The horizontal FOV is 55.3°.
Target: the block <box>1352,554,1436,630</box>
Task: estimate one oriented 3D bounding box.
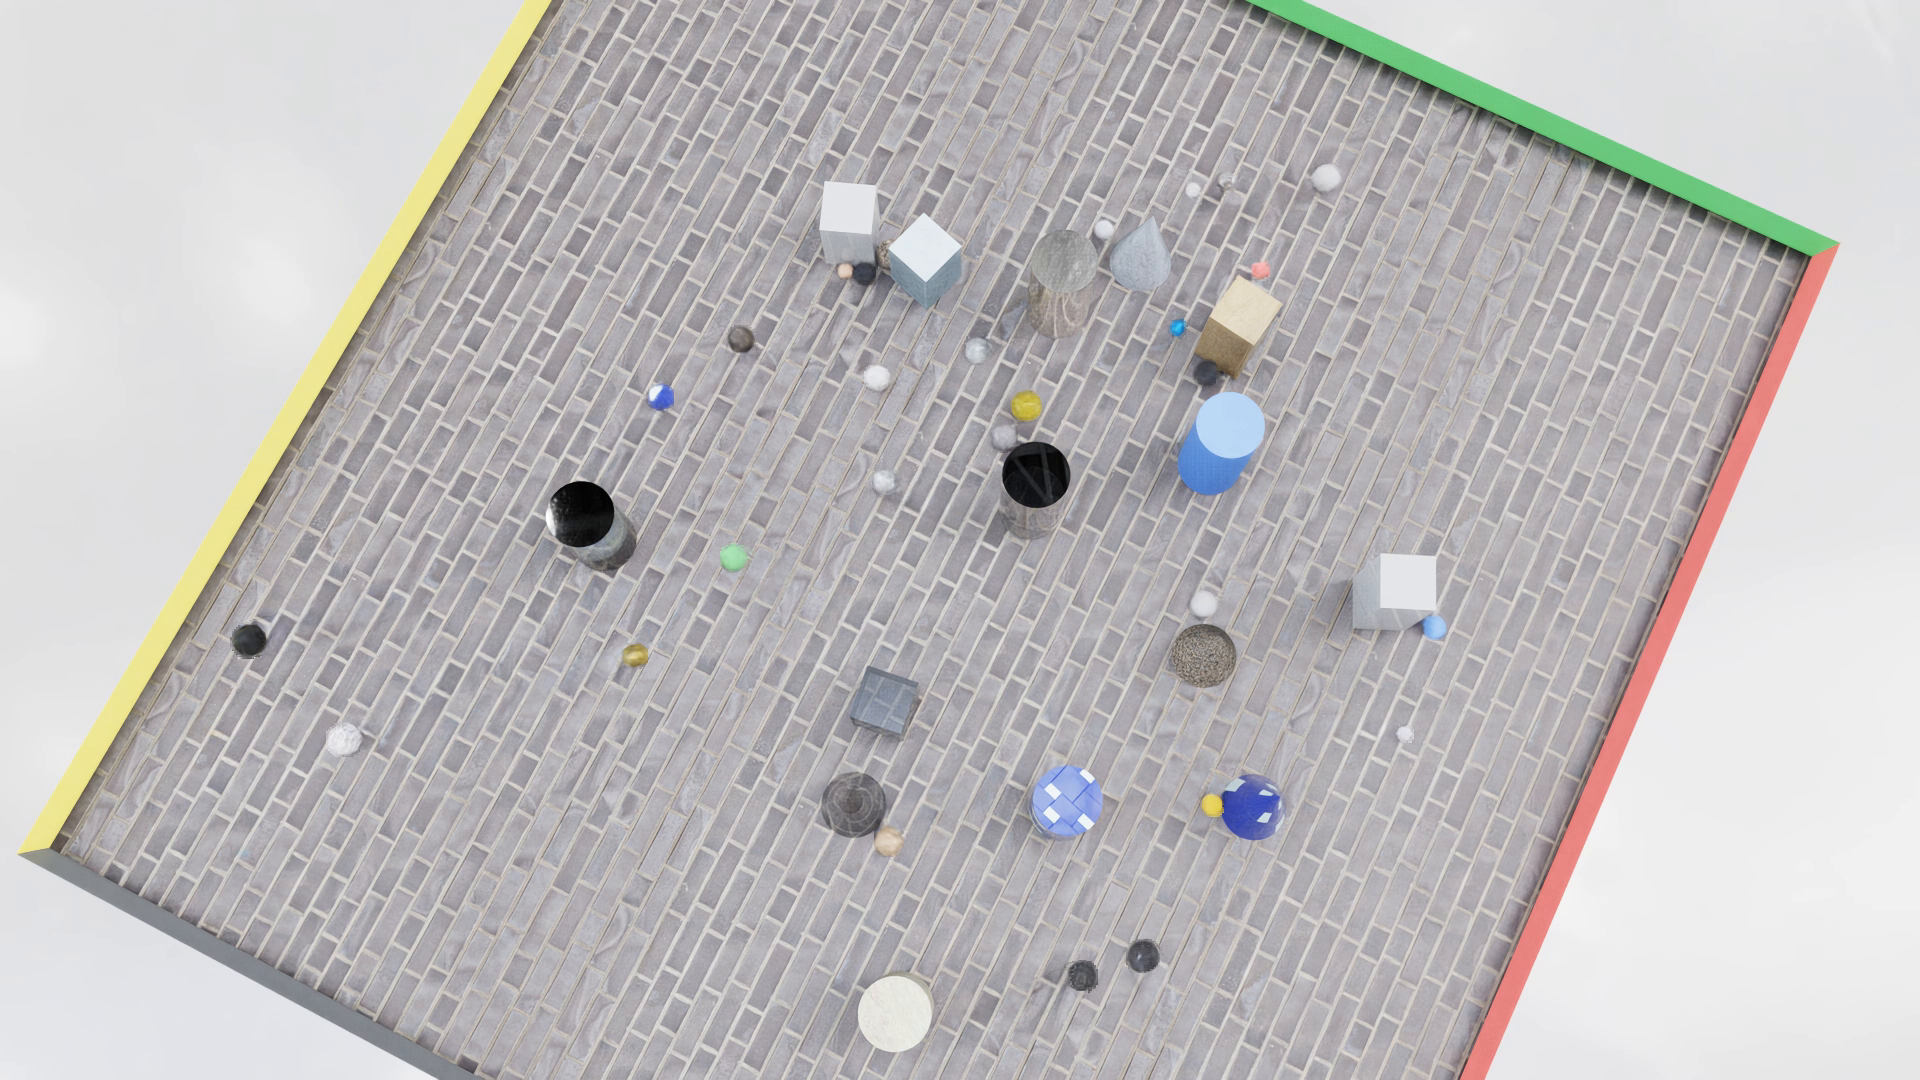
[{"bbox_3d":[1.273,0.157,5.391,0.156,0.378,0.156,3,78,1],"label":"block"}]

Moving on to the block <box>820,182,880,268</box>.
[{"bbox_3d":[-0.338,-0.974,5.672,0.156,0.286,0.156,5,78,1],"label":"block"}]

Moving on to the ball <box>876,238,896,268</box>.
[{"bbox_3d":[-0.219,-0.899,5.756,0.092,0.092,0.092,0,78,0],"label":"ball"}]

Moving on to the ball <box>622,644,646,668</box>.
[{"bbox_3d":[-0.980,0.348,5.508,0.071,0.071,0.071,0,78,0],"label":"ball"}]

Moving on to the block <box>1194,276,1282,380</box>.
[{"bbox_3d":[0.843,-0.641,5.568,0.156,0.354,0.156,35,80,7],"label":"block"}]

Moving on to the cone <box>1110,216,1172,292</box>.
[{"bbox_3d":[0.571,-0.919,5.607,0.196,0.390,0.196,0,78,0],"label":"cone"}]

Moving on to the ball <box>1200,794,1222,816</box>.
[{"bbox_3d":[0.744,0.782,5.417,0.064,0.064,0.064,0,78,0],"label":"ball"}]

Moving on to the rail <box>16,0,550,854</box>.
[{"bbox_3d":[-1.789,-0.869,5.731,0.045,0.127,4.112,26,80,5],"label":"rail"}]

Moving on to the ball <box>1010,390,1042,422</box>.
[{"bbox_3d":[0.205,-0.415,5.652,0.098,0.098,0.098,0,78,0],"label":"ball"}]

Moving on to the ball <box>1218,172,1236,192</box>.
[{"bbox_3d":[0.847,-1.137,5.823,0.057,0.057,0.057,0,78,0],"label":"ball"}]

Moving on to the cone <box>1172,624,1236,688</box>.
[{"bbox_3d":[0.738,0.313,5.362,0.196,0.372,0.196,0,78,0],"label":"cone"}]

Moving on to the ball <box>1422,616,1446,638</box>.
[{"bbox_3d":[1.431,0.263,5.527,0.070,0.070,0.070,0,78,0],"label":"ball"}]

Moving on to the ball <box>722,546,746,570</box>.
[{"bbox_3d":[-0.686,0.055,5.566,0.078,0.078,0.078,0,78,0],"label":"ball"}]

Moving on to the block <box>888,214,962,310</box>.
[{"bbox_3d":[-0.106,-0.857,5.660,0.156,0.263,0.156,43,81,8],"label":"block"}]

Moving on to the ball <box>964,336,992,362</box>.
[{"bbox_3d":[0.057,-0.593,5.697,0.083,0.083,0.083,0,78,0],"label":"ball"}]

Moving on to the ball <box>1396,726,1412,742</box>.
[{"bbox_3d":[1.327,0.580,5.474,0.043,0.043,0.043,0,78,0],"label":"ball"}]

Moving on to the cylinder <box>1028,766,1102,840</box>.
[{"bbox_3d":[0.302,0.763,5.294,0.196,0.323,0.196,0,78,0],"label":"cylinder"}]

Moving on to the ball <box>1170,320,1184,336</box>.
[{"bbox_3d":[0.679,-0.662,5.729,0.049,0.049,0.049,0,78,0],"label":"ball"}]

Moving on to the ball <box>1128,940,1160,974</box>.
[{"bbox_3d":[0.533,1.209,5.319,0.093,0.093,0.093,0,78,0],"label":"ball"}]

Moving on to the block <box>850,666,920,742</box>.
[{"bbox_3d":[-0.219,0.484,5.395,0.156,0.237,0.156,18,79,4],"label":"block"}]

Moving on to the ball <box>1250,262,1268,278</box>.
[{"bbox_3d":[0.942,-0.849,5.765,0.054,0.054,0.054,0,78,0],"label":"ball"}]

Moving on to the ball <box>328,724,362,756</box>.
[{"bbox_3d":[-1.829,0.592,5.445,0.096,0.096,0.096,0,78,0],"label":"ball"}]

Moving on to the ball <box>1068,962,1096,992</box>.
[{"bbox_3d":[0.353,1.265,5.312,0.084,0.084,0.084,0,78,0],"label":"ball"}]

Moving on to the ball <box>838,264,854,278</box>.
[{"bbox_3d":[-0.359,-0.847,5.767,0.049,0.049,0.049,0,78,0],"label":"ball"}]

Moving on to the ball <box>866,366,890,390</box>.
[{"bbox_3d":[-0.255,-0.503,5.682,0.077,0.077,0.077,0,78,0],"label":"ball"}]

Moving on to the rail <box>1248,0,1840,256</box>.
[{"bbox_3d":[0.909,-1.773,5.918,4.048,0.127,0.045,26,80,5],"label":"rail"}]

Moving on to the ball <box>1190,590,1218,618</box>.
[{"bbox_3d":[0.736,0.195,5.534,0.083,0.083,0.083,0,78,0],"label":"ball"}]

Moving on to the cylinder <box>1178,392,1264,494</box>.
[{"bbox_3d":[0.770,-0.281,5.441,0.196,0.458,0.196,0,78,0],"label":"cylinder"}]

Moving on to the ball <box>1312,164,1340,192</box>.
[{"bbox_3d":[1.160,-1.146,5.810,0.086,0.086,0.086,0,78,0],"label":"ball"}]

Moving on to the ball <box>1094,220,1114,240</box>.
[{"bbox_3d":[0.455,-0.977,5.788,0.060,0.060,0.060,0,78,0],"label":"ball"}]

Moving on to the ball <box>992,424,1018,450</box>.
[{"bbox_3d":[0.136,-0.316,5.641,0.081,0.081,0.081,0,78,0],"label":"ball"}]

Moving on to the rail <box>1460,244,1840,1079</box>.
[{"bbox_3d":[1.789,0.883,5.368,0.045,0.127,4.112,26,80,5],"label":"rail"}]

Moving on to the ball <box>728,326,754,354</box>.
[{"bbox_3d":[-0.681,-0.622,5.703,0.083,0.083,0.083,0,78,0],"label":"ball"}]

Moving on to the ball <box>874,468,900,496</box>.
[{"bbox_3d":[-0.226,-0.178,5.612,0.081,0.081,0.081,0,78,0],"label":"ball"}]

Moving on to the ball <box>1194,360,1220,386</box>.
[{"bbox_3d":[0.767,-0.515,5.682,0.080,0.080,0.080,0,78,0],"label":"ball"}]

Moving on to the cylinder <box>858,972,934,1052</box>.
[{"bbox_3d":[-0.174,1.308,5.104,0.196,0.473,0.196,0,78,0],"label":"cylinder"}]

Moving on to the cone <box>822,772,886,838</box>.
[{"bbox_3d":[-0.316,0.758,5.307,0.196,0.298,0.196,0,78,0],"label":"cone"}]

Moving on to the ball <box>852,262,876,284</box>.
[{"bbox_3d":[-0.301,-0.837,5.754,0.071,0.071,0.071,0,78,0],"label":"ball"}]

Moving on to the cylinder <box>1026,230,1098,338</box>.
[{"bbox_3d":[0.305,-0.770,5.555,0.196,0.433,0.196,0,78,0],"label":"cylinder"}]

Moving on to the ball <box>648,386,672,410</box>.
[{"bbox_3d":[-0.928,-0.440,5.668,0.078,0.078,0.078,0,78,0],"label":"ball"}]

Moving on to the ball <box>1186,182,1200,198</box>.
[{"bbox_3d":[0.739,-1.111,5.823,0.047,0.047,0.047,0,78,0],"label":"ball"}]

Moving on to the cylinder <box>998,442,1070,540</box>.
[{"bbox_3d":[0.217,-0.141,5.420,0.196,0.442,0.196,0,78,0],"label":"cylinder"}]

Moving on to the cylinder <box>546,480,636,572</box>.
[{"bbox_3d":[-1.088,-0.037,5.434,0.196,0.372,0.196,0,78,0],"label":"cylinder"}]

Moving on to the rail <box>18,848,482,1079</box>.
[{"bbox_3d":[-0.909,1.787,5.181,4.048,0.127,0.045,26,80,5],"label":"rail"}]

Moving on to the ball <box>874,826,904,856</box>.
[{"bbox_3d":[-0.208,0.884,5.391,0.084,0.084,0.084,0,78,0],"label":"ball"}]

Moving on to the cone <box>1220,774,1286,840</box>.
[{"bbox_3d":[0.872,0.748,5.224,0.196,0.467,0.196,0,78,0],"label":"cone"}]

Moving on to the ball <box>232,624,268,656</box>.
[{"bbox_3d":[-2.133,0.301,5.505,0.097,0.097,0.097,0,78,0],"label":"ball"}]
